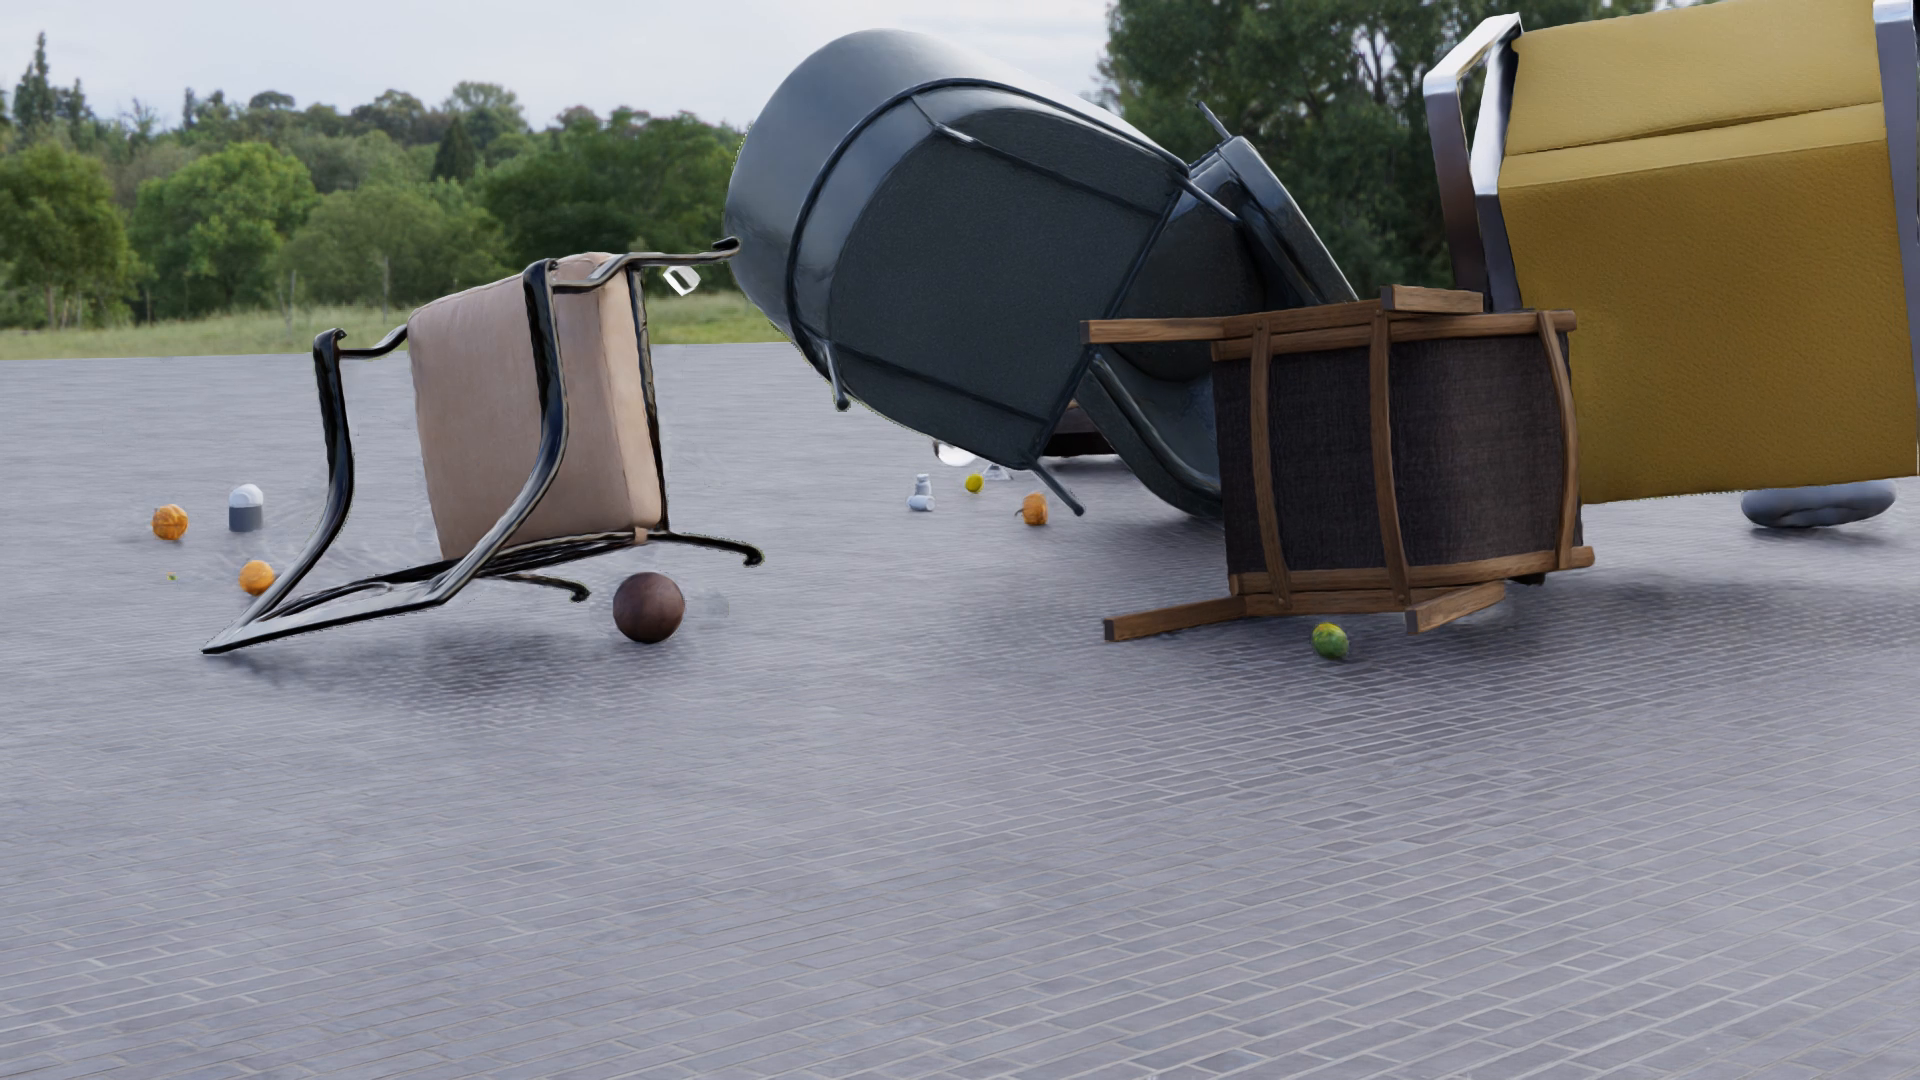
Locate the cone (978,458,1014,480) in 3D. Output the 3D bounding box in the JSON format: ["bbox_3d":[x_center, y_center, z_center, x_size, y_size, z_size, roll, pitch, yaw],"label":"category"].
[{"bbox_3d":[0.115,-0.232,8.342,0.120,0.066,0.116,1,6,14],"label":"cone"}]

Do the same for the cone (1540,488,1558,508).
[{"bbox_3d":[1.675,-0.122,7.292,0.051,0.062,0.057,-3,7,-29],"label":"cone"}]

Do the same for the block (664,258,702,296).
[{"bbox_3d":[-0.822,-0.778,7.593,0.059,0.084,0.053,-18,33,41],"label":"block"}]

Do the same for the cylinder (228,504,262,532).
[{"bbox_3d":[-1.855,-0.058,6.663,0.080,0.063,0.103,1,6,6],"label":"cylinder"}]

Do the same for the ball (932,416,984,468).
[{"bbox_3d":[-0.009,-0.340,8.851,0.177,0.177,0.177,0,6,0],"label":"ball"}]

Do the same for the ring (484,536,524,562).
[{"bbox_3d":[-1.057,0.021,5.941,0.107,0.057,0.034,-21,-4,-44],"label":"ring"}]

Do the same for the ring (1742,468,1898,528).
[{"bbox_3d":[2.217,-0.108,6.628,0.399,0.105,0.226,-8,-20,35],"label":"ring"}]

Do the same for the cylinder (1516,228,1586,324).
[{"bbox_3d":[1.431,-0.638,6.207,0.123,0.192,0.091,-41,29,-20],"label":"cylinder"}]
